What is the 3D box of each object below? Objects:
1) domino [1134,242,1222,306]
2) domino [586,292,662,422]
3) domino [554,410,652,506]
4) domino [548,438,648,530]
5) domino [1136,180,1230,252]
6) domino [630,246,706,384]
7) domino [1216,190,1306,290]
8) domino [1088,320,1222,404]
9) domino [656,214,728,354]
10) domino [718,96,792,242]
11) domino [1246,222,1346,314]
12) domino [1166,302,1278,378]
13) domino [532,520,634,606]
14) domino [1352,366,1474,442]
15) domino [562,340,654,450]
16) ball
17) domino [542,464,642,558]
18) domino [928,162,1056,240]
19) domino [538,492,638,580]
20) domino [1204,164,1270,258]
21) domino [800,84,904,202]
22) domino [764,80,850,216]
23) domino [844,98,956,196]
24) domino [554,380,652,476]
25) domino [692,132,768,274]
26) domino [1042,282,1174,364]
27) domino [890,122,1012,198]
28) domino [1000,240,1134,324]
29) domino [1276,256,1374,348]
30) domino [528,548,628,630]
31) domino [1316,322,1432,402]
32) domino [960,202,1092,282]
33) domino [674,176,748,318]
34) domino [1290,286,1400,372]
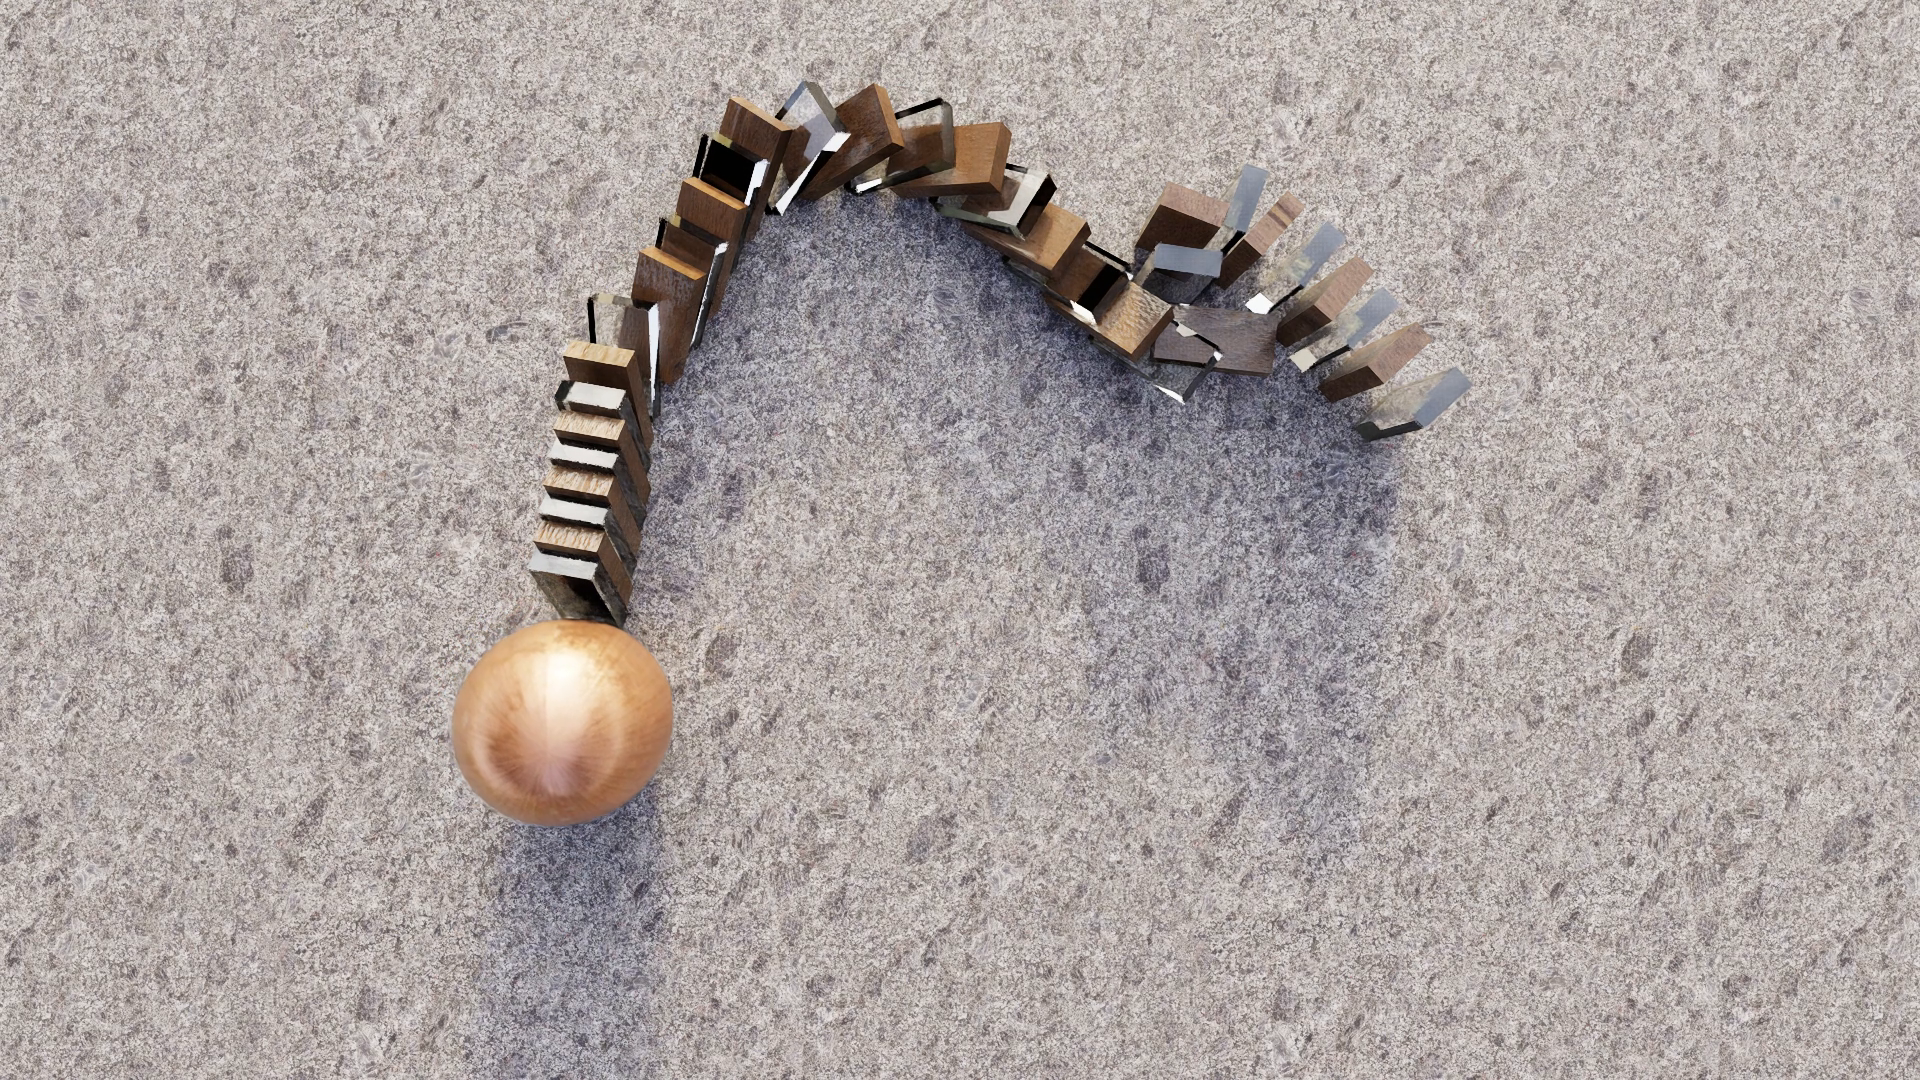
[{"bbox_3d":[0.087,-0.107,0.375,0.025,0.050,0.010,8,90,0],"label":"domino"},{"bbox_3d":[-0.139,-0.075,0.382,0.025,0.010,0.050,10,123,0],"label":"domino"},{"bbox_3d":[-0.145,-0.032,0.376,0.025,0.050,0.009,10,60,0],"label":"domino"},{"bbox_3d":[-0.147,-0.022,0.376,0.025,0.050,0.009,10,60,0],"label":"domino"},{"bbox_3d":[0.090,-0.128,0.375,0.025,0.050,0.009,21,90,0],"label":"domino"},{"bbox_3d":[-0.124,-0.093,0.381,0.025,0.009,0.050,27,124,0],"label":"domino"},{"bbox_3d":[0.120,-0.121,0.375,0.009,0.050,0.025,42,90,0],"label":"domino"},{"bbox_3d":[0.081,-0.081,0.384,0.050,0.009,0.025,39,95,25],"label":"domino"},{"bbox_3d":[-0.116,-0.106,0.382,0.025,0.010,0.050,28,124,0],"label":"domino"},{"bbox_3d":[-0.091,-0.154,0.382,0.025,0.009,0.050,33,123,2],"label":"domino"},{"bbox_3d":[0.136,-0.109,0.375,0.010,0.050,0.025,40,90,0],"label":"domino"},{"bbox_3d":[0.110,-0.086,0.395,0.050,0.009,0.025,6,90,0],"label":"domino"},{"bbox_3d":[-0.153,0.011,0.376,0.025,0.050,0.009,10,60,0],"label":"domino"},{"bbox_3d":[0.184,-0.054,0.375,0.025,0.050,0.009,-42,90,0],"label":"domino"},{"bbox_3d":[-0.144,-0.058,0.377,0.025,0.050,0.009,10,52,0],"label":"domino"},{"bbox_3d":[-0.154,0.071,0.360,0.080,0.080,0.080,0,90,0],"label":"ball"},{"bbox_3d":[-0.149,-0.011,0.376,0.025,0.050,0.010,10,60,0],"label":"domino"},{"bbox_3d":[0.013,-0.144,0.382,0.050,0.010,0.025,30,87,34],"label":"domino"},{"bbox_3d":[-0.152,0.000,0.376,0.025,0.050,0.010,10,60,0],"label":"domino"},{"bbox_3d":[0.109,-0.131,0.375,0.009,0.050,0.025,21,90,0],"label":"domino"},{"bbox_3d":[-0.049,-0.165,0.384,0.050,0.009,0.025,-18,90,30],"label":"domino"},{"bbox_3d":[-0.070,-0.162,0.381,0.050,0.009,0.025,-33,89,36],"label":"domino"},{"bbox_3d":[-0.026,-0.163,0.383,0.050,0.010,0.025,-3,89,31],"label":"domino"},{"bbox_3d":[-0.145,-0.044,0.376,0.025,0.050,0.010,10,60,0],"label":"domino"},{"bbox_3d":[-0.100,-0.139,0.382,0.025,0.010,0.050,30,123,3],"label":"domino"},{"bbox_3d":[0.062,-0.098,0.385,0.050,0.009,0.025,41,91,25],"label":"domino"},{"bbox_3d":[-0.004,-0.158,0.382,0.050,0.009,0.025,10,88,32],"label":"domino"},{"bbox_3d":[0.045,-0.115,0.385,0.050,0.009,0.025,38,91,25],"label":"domino"},{"bbox_3d":[0.147,-0.096,0.375,0.010,0.050,0.025,41,90,0],"label":"domino"},{"bbox_3d":[-0.155,0.021,0.376,0.025,0.050,0.010,10,60,0],"label":"domino"},{"bbox_3d":[0.168,-0.072,0.375,0.025,0.050,0.009,-42,90,0],"label":"domino"},{"bbox_3d":[0.027,-0.131,0.385,0.050,0.009,0.025,36,90,24],"label":"domino"},{"bbox_3d":[-0.108,-0.121,0.382,0.025,0.009,0.050,28,123,0],"label":"domino"},{"bbox_3d":[0.156,-0.085,0.375,0.025,0.050,0.009,-43,90,0],"label":"domino"}]
